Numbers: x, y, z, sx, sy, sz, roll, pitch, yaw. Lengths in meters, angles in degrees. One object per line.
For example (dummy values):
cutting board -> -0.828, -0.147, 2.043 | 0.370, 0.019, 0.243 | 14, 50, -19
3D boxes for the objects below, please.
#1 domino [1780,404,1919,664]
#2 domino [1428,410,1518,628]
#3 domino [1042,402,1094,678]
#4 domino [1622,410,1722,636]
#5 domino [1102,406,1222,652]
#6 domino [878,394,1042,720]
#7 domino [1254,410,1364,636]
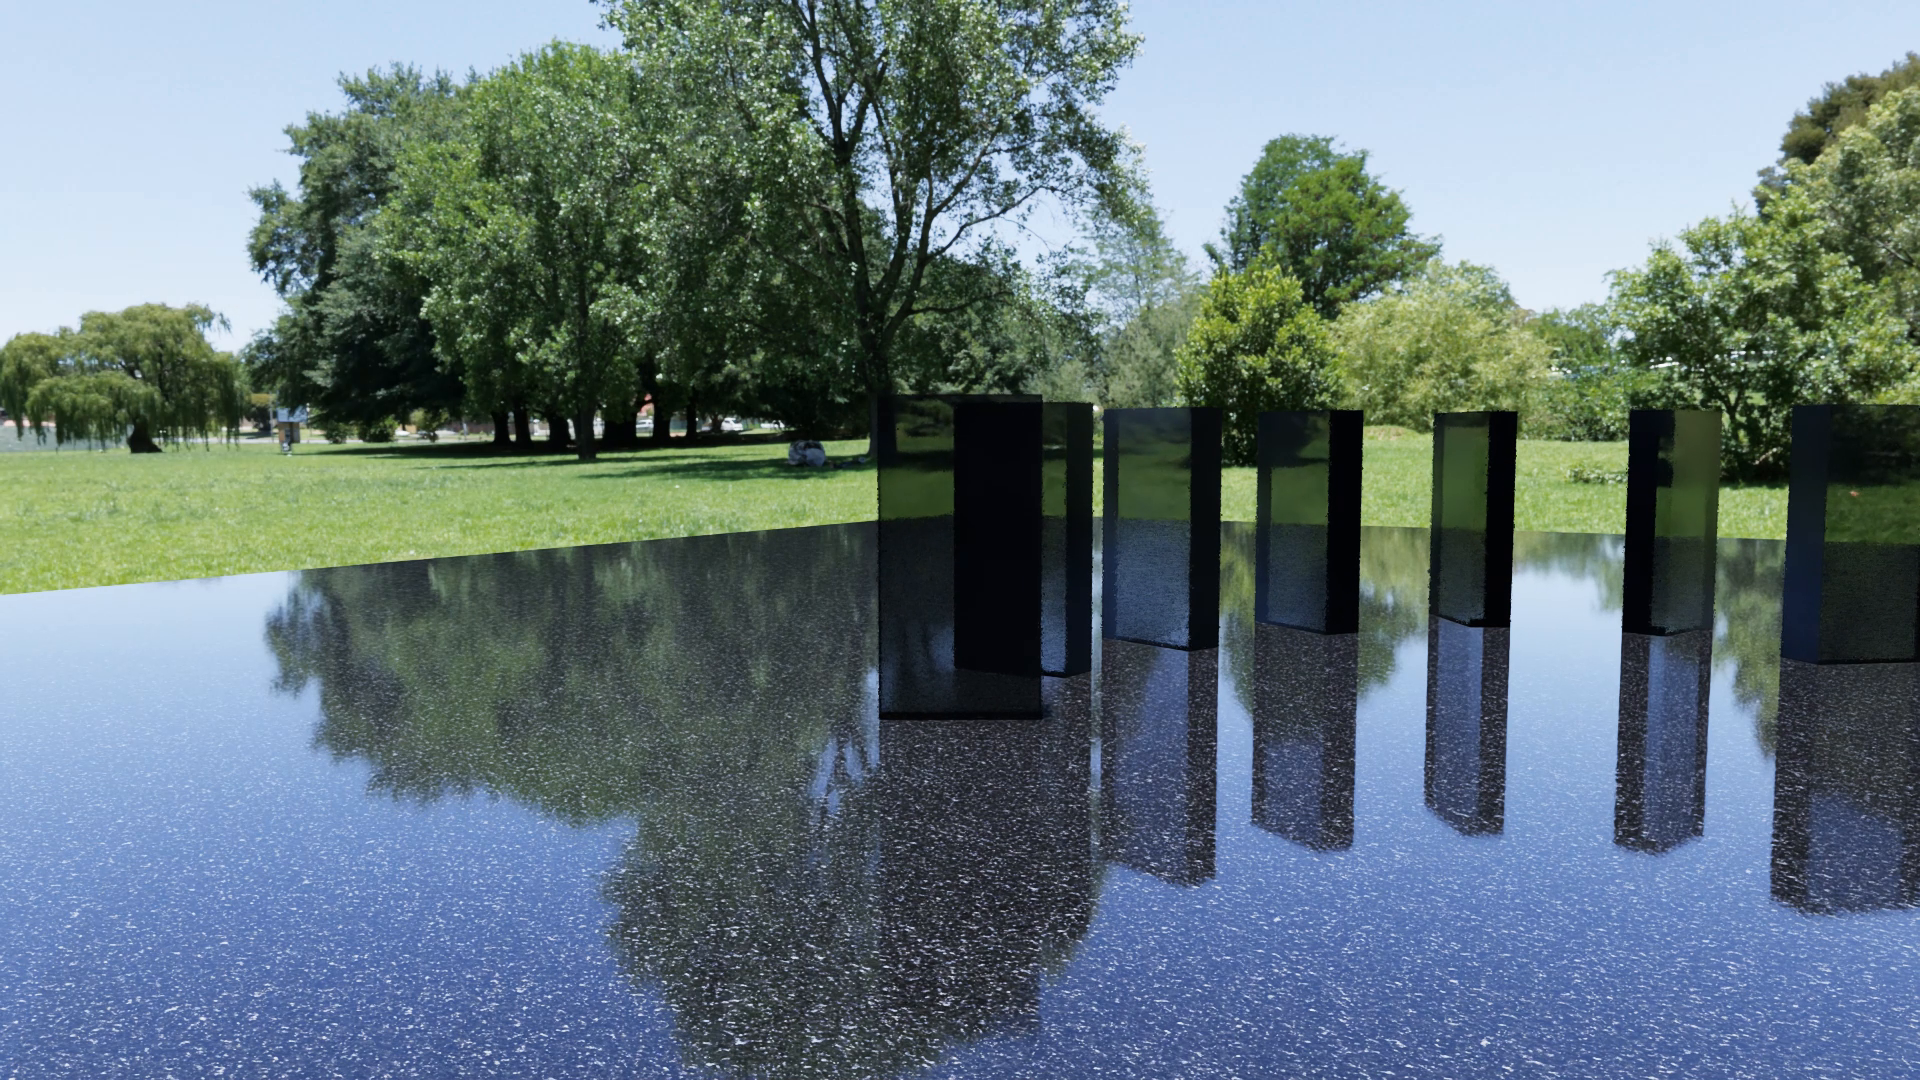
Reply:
domino -> 0.177, -0.001, 0.252 | 0.025, 0.050, 0.009 | -1, 4, -7
domino -> 0.123, -0.006, 0.308 | 0.009, 0.050, 0.025 | 0, 4, -1
domino -> 0.012, -0.001, 0.242 | 0.025, 0.050, 0.009 | 3, 5, 36
domino -> 0.163, -0.004, 0.293 | 0.025, 0.050, 0.009 | -3, 5, -38
domino -> 0.043, -0.003, 0.274 | 0.009, 0.050, 0.025 | -3, 5, -39
domino -> 0.000, 0.002, 0.201 | 0.025, 0.050, 0.009 | 0, 4, 0
domino -> 0.080, -0.005, 0.297 | 0.010, 0.050, 0.025 | -2, 5, -25
